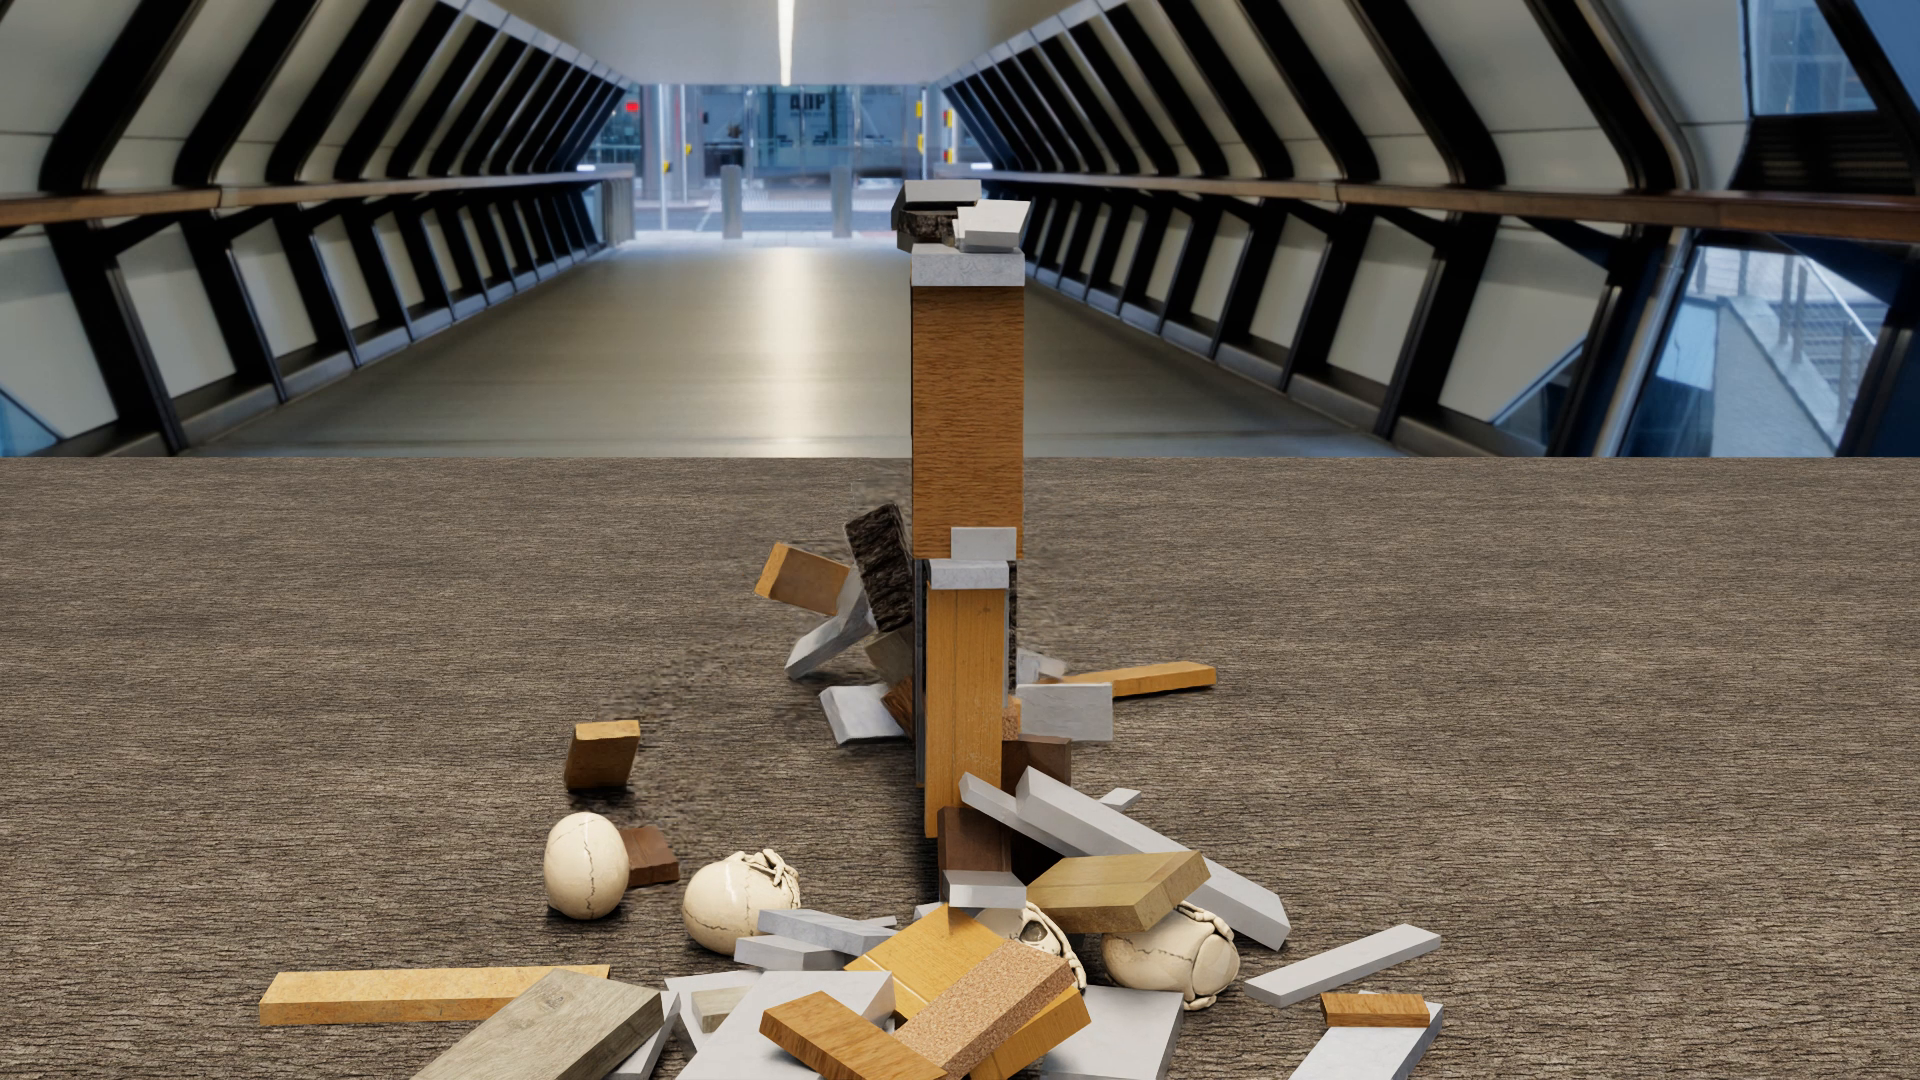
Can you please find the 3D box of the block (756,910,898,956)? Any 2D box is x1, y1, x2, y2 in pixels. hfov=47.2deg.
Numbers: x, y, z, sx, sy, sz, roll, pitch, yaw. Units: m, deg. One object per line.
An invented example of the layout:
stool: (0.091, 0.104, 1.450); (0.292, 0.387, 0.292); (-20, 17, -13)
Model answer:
block: (-0.188, 0.587, 3.292); (0.219, 0.031, 0.109); (5, -4, 41)

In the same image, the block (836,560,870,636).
block: (-0.215, 0.089, 4.915); (0.034, 0.237, 0.118); (14, 36, -19)

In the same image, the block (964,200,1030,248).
block: (0.059, -0.484, 3.354); (0.081, 0.023, 0.163); (4, 25, 7)

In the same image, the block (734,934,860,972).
block: (-0.221, 0.615, 3.279); (0.117, 0.033, 0.234); (6, -3, 29)

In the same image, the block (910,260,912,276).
block: (-0.003, -0.470, 3.796); (0.157, 0.045, 0.315); (0, 10, 0)

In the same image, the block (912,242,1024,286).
block: (0.010, -0.436, 3.467); (0.170, 0.048, 0.339); (0, 10, -1)

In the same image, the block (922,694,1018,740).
block: (0.013, 0.277, 3.670); (0.144, 0.041, 0.287); (-1, 11, -3)

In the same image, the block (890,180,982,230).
block: (-0.045, -0.595, 3.919); (0.132, 0.037, 0.264); (-2, -3, -7)

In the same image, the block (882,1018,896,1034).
block: (-0.193, 0.666, 2.905); (0.212, 0.030, 0.106); (0, 11, 0)

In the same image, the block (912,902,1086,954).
block: (0.060, 0.585, 3.326); (0.234, 0.033, 0.117); (-5, 33, -27)

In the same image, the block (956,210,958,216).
block: (0.025, -0.510, 3.508); (0.051, 0.014, 0.102); (0, 25, -5)

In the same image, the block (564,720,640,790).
block: (-0.680, 0.409, 4.172); (0.116, 0.033, 0.231); (-3, -28, -18)

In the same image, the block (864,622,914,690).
block: (-0.081, 0.293, 4.523); (0.121, 0.242, 0.034); (-29, 8, 26)

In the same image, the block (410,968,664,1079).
block: (-0.566, 0.682, 2.873); (0.179, 0.051, 0.358); (6, 21, 28)

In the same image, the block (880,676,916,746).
block: (-0.083, 0.352, 4.366); (0.076, 0.152, 0.022); (-39, 3, -26)

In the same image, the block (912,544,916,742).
block: (0.005, 0.185, 3.990); (0.179, 0.358, 0.051); (0, 11, 0)

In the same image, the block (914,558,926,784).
block: (-0.001, 0.169, 3.869); (0.155, 0.520, 0.044); (-1, 10, -3)

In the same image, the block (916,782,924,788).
block: (0.005, 0.221, 4.238); (0.179, 0.518, 0.051); (0, 11, 0)

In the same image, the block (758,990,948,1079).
block: (-0.130, 0.621, 2.668); (0.212, 0.030, 0.106); (25, 19, 34)

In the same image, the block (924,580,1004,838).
block: (0.006, 0.267, 3.461); (0.118, 0.418, 0.033); (-1, 17, -7)

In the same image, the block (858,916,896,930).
block: (-0.154, 0.610, 3.438); (0.101, 0.014, 0.050); (-4, -31, -20)

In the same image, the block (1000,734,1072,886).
block: (0.106, 0.460, 3.580); (0.144, 0.287, 0.041); (3, 11, 17)

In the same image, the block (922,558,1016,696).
block: (0.015, 0.102, 3.652); (0.155, 0.310, 0.044); (-1, 11, -3)

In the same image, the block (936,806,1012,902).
block: (0.024, 0.527, 3.413); (0.109, 0.219, 0.031); (8, -26, -22)

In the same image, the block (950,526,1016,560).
block: (0.036, 0.006, 3.403); (0.101, 0.050, 0.014); (0, 11, -1)

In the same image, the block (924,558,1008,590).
block: (0.007, 0.037, 3.464); (0.118, 0.033, 0.236); (-1, 11, -4)

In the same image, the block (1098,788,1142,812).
block: (0.301, 0.492, 4.159); (0.050, 0.014, 0.101); (5, 12, 26)

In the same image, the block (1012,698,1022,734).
block: (0.034, 0.418, 3.805); (0.144, 0.287, 0.041); (0, 9, 1)

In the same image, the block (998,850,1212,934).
block: (0.208, 0.516, 3.213); (0.151, 0.043, 0.302); (-32, 11, -37)

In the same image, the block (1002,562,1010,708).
block: (0.019, 0.156, 3.564); (0.118, 0.236, 0.033); (-1, 12, -4)
